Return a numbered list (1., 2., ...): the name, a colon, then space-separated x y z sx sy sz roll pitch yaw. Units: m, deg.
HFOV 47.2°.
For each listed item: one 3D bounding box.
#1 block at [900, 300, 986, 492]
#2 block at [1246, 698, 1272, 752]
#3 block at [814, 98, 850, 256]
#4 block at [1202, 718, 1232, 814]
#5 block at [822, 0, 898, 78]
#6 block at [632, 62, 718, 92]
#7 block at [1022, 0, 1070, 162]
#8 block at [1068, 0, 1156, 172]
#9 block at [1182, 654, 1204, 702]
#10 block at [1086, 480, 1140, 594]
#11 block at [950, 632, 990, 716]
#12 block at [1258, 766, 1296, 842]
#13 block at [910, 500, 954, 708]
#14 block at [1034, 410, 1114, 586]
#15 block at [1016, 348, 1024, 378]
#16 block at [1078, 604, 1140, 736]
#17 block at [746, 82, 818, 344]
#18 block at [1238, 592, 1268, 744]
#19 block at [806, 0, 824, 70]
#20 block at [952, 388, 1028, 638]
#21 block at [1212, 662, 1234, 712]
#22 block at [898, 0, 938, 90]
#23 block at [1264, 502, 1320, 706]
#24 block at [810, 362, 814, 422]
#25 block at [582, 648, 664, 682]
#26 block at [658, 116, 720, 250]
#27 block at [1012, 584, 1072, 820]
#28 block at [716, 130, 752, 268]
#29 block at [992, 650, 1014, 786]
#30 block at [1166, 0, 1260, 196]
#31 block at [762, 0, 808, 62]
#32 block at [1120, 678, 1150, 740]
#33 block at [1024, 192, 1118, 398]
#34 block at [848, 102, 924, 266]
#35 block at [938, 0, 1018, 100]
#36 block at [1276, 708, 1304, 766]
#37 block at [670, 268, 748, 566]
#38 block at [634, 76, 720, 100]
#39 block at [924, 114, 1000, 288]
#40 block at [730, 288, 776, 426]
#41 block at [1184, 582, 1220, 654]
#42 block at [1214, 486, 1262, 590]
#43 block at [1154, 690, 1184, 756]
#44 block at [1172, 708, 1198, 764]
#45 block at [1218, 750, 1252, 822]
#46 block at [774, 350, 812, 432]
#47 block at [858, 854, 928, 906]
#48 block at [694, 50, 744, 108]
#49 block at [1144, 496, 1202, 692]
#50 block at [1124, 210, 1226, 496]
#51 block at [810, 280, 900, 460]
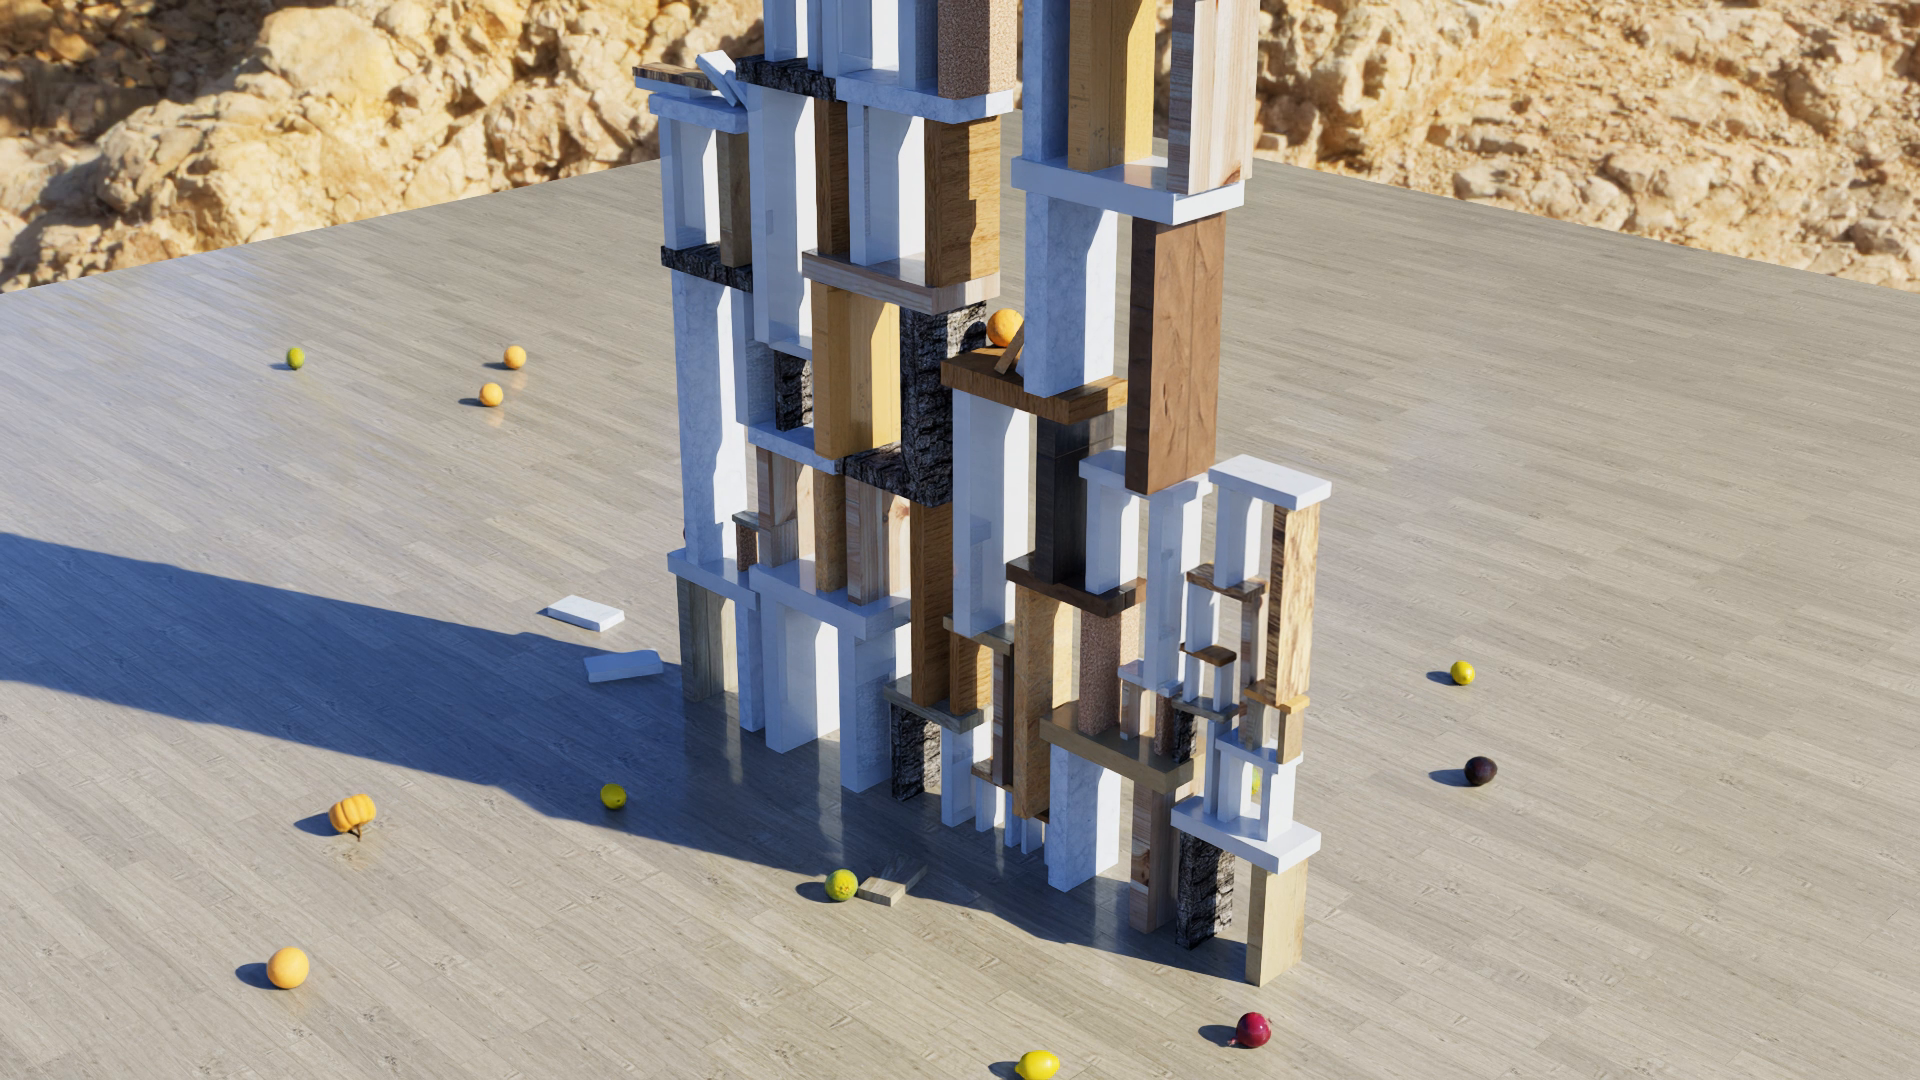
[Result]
1. block: -0.031 -0.282 4.129 0.050 0.354 0.177 21 31 41
2. block: 0.516 0.310 3.796 0.014 0.101 0.050 21 30 41
3. block: -0.204 -0.697 4.152 0.146 0.292 0.041 -21 31 -40
4. block: 0.457 0.394 3.896 0.015 0.182 0.054 20 30 39
5. block: -0.181 -1.010 4.005 0.153 0.314 0.043 -21 31 -40
6. block: -0.554 -0.932 4.417 0.239 0.018 0.065 19 29 37
7. block: 0.173 -0.834 3.675 0.152 0.376 0.043 -22 31 -40
8. block: 0.250 -0.778 3.615 0.160 0.320 0.045 -22 31 -40
9. block: 0.413 0.236 3.880 0.013 0.092 0.046 17 29 33
10. block: 0.273 -0.019 3.926 0.030 0.213 0.107 21 31 41
11. block: 0.020 0.248 4.311 0.089 0.178 0.025 -22 31 -40
12. block: 0.552 0.450 3.822 0.020 0.138 0.069 21 31 41
13. block: -0.035 0.108 4.315 0.039 0.433 0.136 21 31 41
14. block: 0.206 -0.091 3.965 0.044 0.314 0.157 21 31 40
15. block: 0.149 -0.360 3.904 0.072 0.144 0.020 -22 53 -41
16. block: 0.273 0.225 4.026 0.035 0.245 0.122 21 31 41
17. block: -0.343 -0.650 4.321 0.041 0.512 0.146 20 30 38
18. block: 0.506 0.216 3.796 0.018 0.274 0.065 12 26 30
19. block: -0.241 -0.971 4.080 0.026 0.184 0.092 22 31 40
20. block: 0.058 -0.068 4.135 0.044 0.490 0.157 21 31 40
21. block: 0.461 0.250 3.846 0.013 0.092 0.046 16 28 34
22. block: -0.040 -0.956 3.868 0.043 0.305 0.153 21 31 41
23. block: 0.553 0.098 3.667 0.026 0.360 0.091 21 31 41
24. block: -0.255 -0.282 4.390 0.024 0.170 0.085 21 31 41
25. block: -0.774 0.288 5.051 0.169 0.024 0.085 -7 24 -17
26. block: -0.545 -0.741 4.500 0.039 0.272 0.136 21 31 41
27. block: 0.157 0.292 4.180 0.035 0.488 0.122 21 31 40
28. block: -0.417 -0.691 4.382 0.039 0.272 0.136 21 31 40
29. block: 0.104 0.331 4.255 0.025 0.287 0.089 21 31 40
30. block: 0.401 -0.720 3.475 0.160 0.320 0.045 -22 31 -40
31. block: -0.329 -1.005 4.160 0.026 0.184 0.092 21 31 40
32. block: 0.320 0.300 4.008 0.017 0.121 0.060 21 31 41
33. block: 0.192 -0.443 3.821 0.051 0.358 0.179 21 31 40
34. block: -0.136 -0.673 4.083 0.150 0.301 0.043 -21 31 -40
35. block: 0.031 -0.925 3.795 0.043 0.304 0.152 21 31 40
36. block: 0.564 0.329 3.752 0.014 0.101 0.050 21 31 40
37. block: -0.530 -0.271 4.686 0.041 0.657 0.144 20 30 40
38. block: -0.570 -0.921 4.447 0.169 0.024 0.085 20 30 39
39. block: 0.005 -0.617 3.952 0.043 0.301 0.150 21 31 40
40. block: -0.395 -0.389 4.491 0.144 0.288 0.041 -21 31 -41
41. block: 0.422 0.126 3.821 0.065 0.130 0.018 -19 30 -38
42. block: 0.470 -0.017 3.712 0.026 0.183 0.091 21 30 40
43. block: 0.377 0.322 3.956 0.060 0.121 0.017 -21 31 -41
44. block: 0.403 0.340 3.928 0.015 0.108 0.054 18 29 36
45. block: 0.487 0.424 3.882 0.020 0.138 0.069 21 31 41
46. block: -0.335 -0.313 4.462 0.024 0.170 0.085 21 31 41
47. block: -0.127 0.649 4.205 0.072 0.020 0.144 12 26 26
48. block: -0.458 -0.909 4.331 0.065 0.018 0.130 -24 69 -44
49. block: 0.373 0.086 3.860 0.030 0.355 0.107 21 31 41
50. block: 0.361 -0.324 3.688 0.179 0.473 0.051 -22 31 -40
51. block: -0.202 -0.347 4.282 0.177 0.354 0.050 -19 30 -38
